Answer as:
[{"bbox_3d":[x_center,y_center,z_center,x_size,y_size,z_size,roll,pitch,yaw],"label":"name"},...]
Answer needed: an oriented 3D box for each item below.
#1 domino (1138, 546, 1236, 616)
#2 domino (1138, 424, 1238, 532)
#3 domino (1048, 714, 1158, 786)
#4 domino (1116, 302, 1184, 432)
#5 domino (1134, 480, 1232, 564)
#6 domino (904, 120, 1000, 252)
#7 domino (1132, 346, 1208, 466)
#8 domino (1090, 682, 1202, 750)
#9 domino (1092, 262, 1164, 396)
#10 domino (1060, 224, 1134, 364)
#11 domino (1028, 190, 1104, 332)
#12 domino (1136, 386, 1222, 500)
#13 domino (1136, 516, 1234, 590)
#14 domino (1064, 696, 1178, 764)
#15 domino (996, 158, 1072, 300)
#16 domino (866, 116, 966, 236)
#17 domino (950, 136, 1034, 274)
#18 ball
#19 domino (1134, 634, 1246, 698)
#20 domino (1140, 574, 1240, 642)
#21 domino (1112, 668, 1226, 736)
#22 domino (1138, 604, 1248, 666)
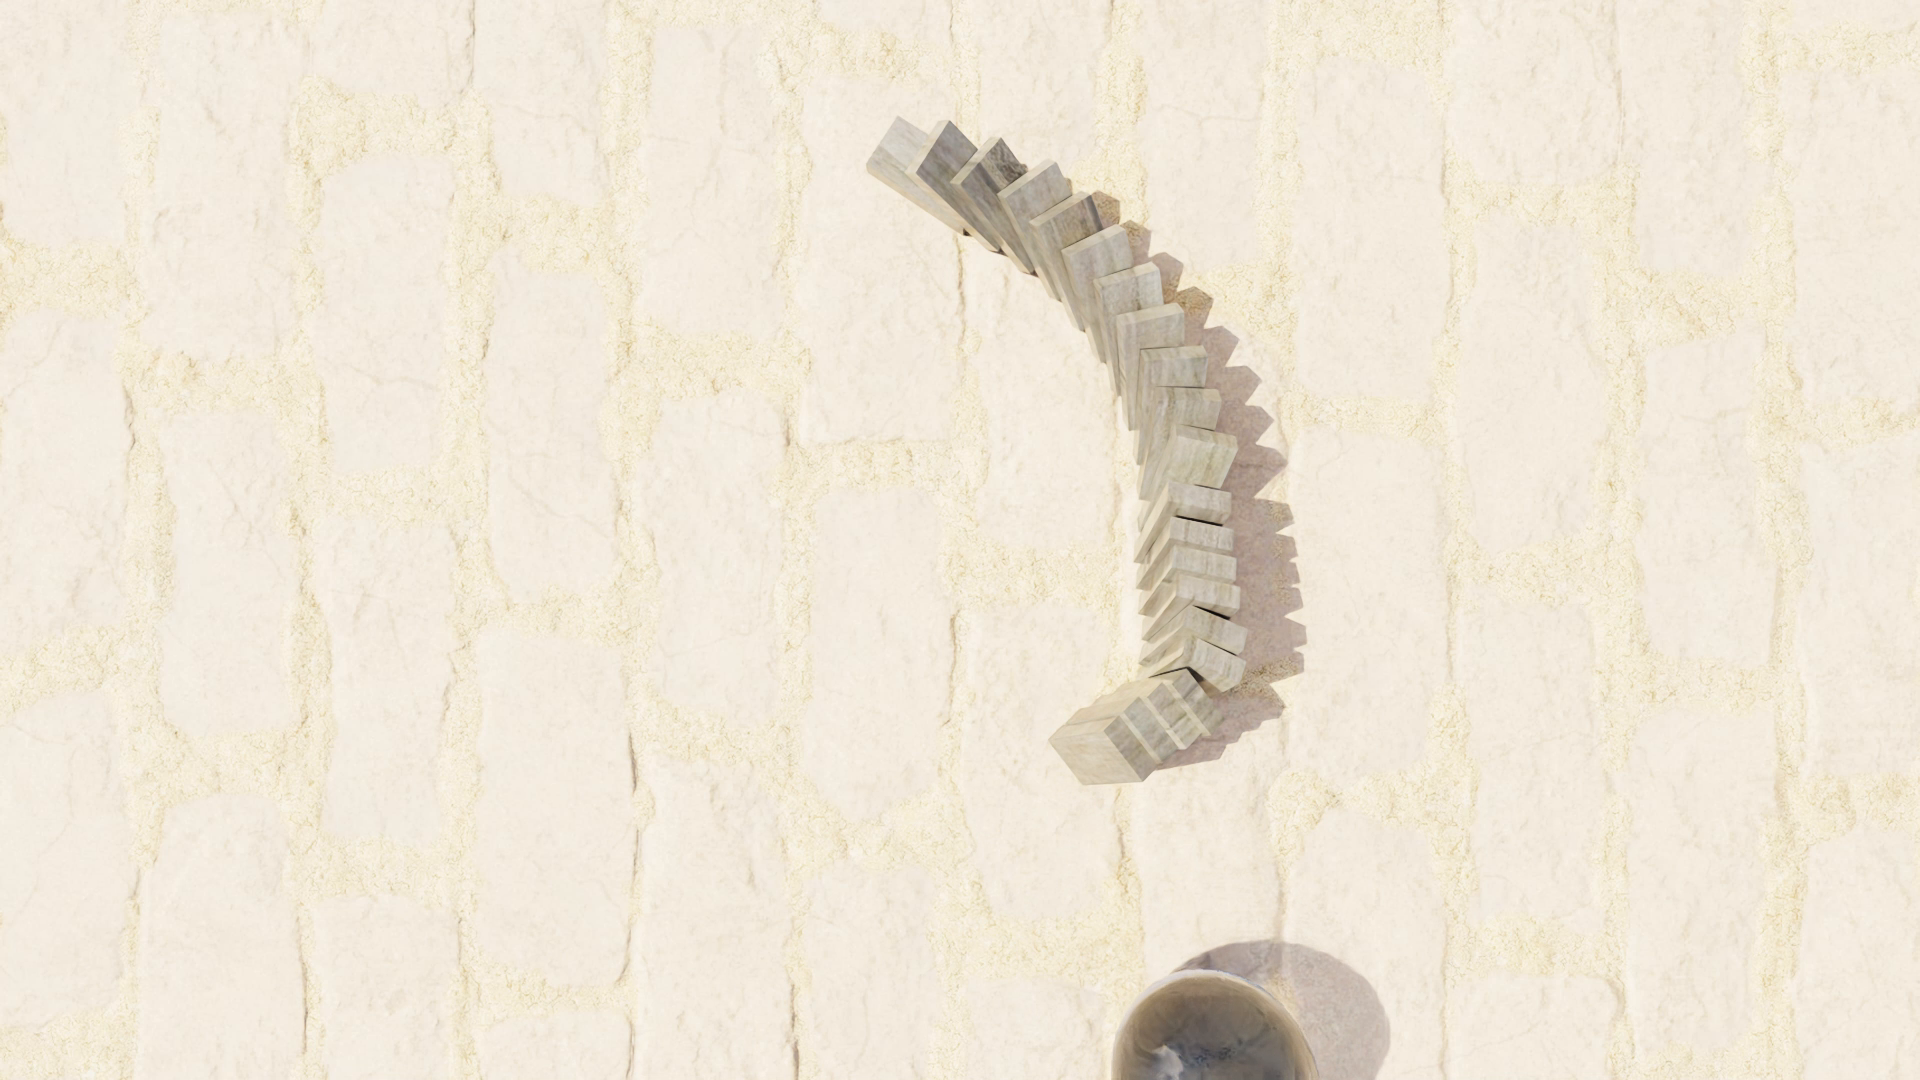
[{"bbox_3d":[0.092,0.020,0.376,0.025,0.050,0.009,12,63,0],"label":"domino"},{"bbox_3d":[0.094,-0.023,0.380,0.025,0.010,0.050,12,129,-2],"label":"domino"},{"bbox_3d":[0.057,0.087,0.375,0.010,0.050,0.025,-38,90,-26],"label":"domino"},{"bbox_3d":[0.080,-0.071,0.381,0.025,0.009,0.050,-12,129,0],"label":"domino"},{"bbox_3d":[0.090,-0.004,0.376,0.025,0.050,0.009,11,60,0],"label":"domino"},{"bbox_3d":[0.004,-0.146,0.381,0.050,0.010,0.025,33,91,-36],"label":"domino"},{"bbox_3d":[0.087,-0.055,0.381,0.025,0.010,0.050,-4,129,0],"label":"domino"},{"bbox_3d":[0.074,0.074,0.375,0.009,0.050,0.025,-38,90,-26],"label":"domino"},{"bbox_3d":[0.072,-0.087,0.382,0.025,0.009,0.050,-17,126,0],"label":"domino"},{"bbox_3d":[0.062,-0.102,0.382,0.025,0.009,0.050,-25,126,0],"label":"domino"},{"bbox_3d":[0.050,-0.115,0.382,0.025,0.009,0.050,-31,125,0],"label":"domino"},{"bbox_3d":[0.090,-0.039,0.380,0.025,0.009,0.050,3,130,0],"label":"domino"},{"bbox_3d":[0.091,0.008,0.376,0.025,0.050,0.010,12,63,0],"label":"domino"},{"bbox_3d":[0.065,0.080,0.375,0.009,0.050,0.025,-38,90,-26],"label":"domino"},{"bbox_3d":[0.038,-0.129,0.382,0.025,0.010,0.050,-35,125,0],"label":"domino"},{"bbox_3d":[-0.013,-0.157,0.395,0.050,0.009,0.025,34,90,0],"label":"domino"},{"bbox_3d":[0.021,-0.139,0.381,0.025,0.009,0.050,-49,126,-1],"label":"domino"},{"bbox_3d":[0.099,0.212,0.360,0.080,0.080,0.080,0,90,0],"label":"ball"},{"bbox_3d":[0.093,0.056,0.375,0.025,0.050,0.010,26,63,-1],"label":"domino"},{"bbox_3d":[0.093,0.031,0.376,0.025,0.050,0.010,12,63,0],"label":"domino"},{"bbox_3d":[0.083,0.069,0.375,0.010,0.050,0.025,-38,90,-26],"label":"domino"},{"bbox_3d":[0.094,0.044,0.376,0.025,0.050,0.010,23,63,0],"label":"domino"}]
